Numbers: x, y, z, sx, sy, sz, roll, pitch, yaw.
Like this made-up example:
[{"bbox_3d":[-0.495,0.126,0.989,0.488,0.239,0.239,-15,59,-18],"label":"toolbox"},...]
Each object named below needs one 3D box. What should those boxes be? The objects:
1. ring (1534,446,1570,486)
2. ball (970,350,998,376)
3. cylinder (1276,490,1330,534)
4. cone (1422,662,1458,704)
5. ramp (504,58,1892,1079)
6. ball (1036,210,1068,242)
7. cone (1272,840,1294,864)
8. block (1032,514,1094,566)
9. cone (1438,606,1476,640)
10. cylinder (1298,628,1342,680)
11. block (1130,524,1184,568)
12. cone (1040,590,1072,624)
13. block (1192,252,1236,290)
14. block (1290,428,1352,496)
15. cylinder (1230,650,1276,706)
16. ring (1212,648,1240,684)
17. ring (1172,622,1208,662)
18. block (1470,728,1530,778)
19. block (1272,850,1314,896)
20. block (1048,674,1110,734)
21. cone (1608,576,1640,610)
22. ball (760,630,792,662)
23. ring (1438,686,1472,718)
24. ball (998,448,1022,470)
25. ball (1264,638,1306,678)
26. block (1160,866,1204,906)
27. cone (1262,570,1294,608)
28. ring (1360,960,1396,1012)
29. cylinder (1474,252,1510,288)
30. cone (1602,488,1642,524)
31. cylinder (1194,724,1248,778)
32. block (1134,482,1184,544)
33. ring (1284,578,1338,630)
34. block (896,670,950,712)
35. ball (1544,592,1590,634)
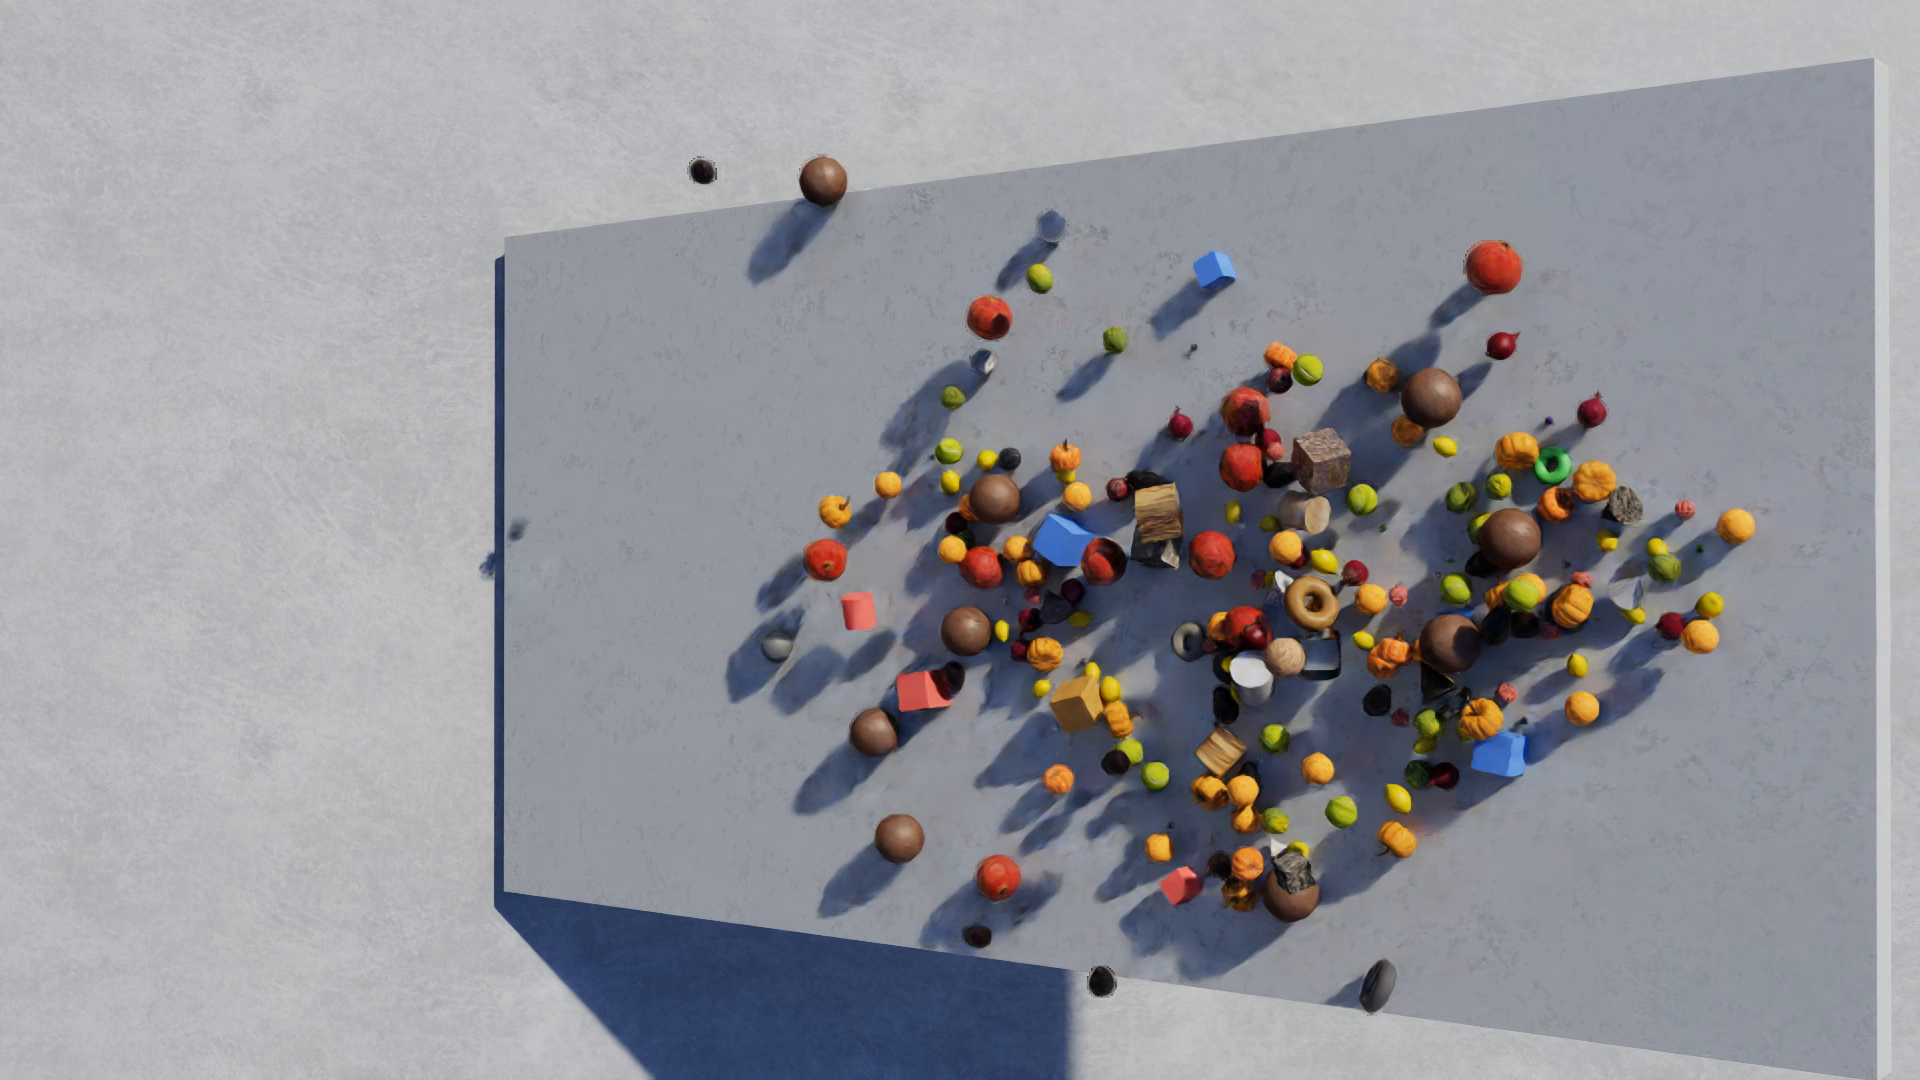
[{"bbox_3d":[1.260,-0.157,4.682,0.083,0.028,0.083,-5,82,37],"label":"ring"},{"bbox_3d":[0.060,-0.450,5.574,0.067,0.067,0.067,0,90,0],"label":"ball"},{"bbox_3d":[0.771,-0.063,4.935,0.085,0.085,0.085,-10,107,-37],"label":"cylinder"},{"bbox_3d":[1.020,0.298,4.766,0.086,0.086,0.086,-27,78,0],"label":"cone"},{"bbox_3d":[0.229,0.064,5.547,4.000,0.100,2.000,0,89,37],"label":"ramp"},{"bbox_3d":[0.229,-0.776,5.441,0.078,0.078,0.078,0,90,0],"label":"ball"},{"bbox_3d":[0.748,0.717,5.067,0.057,0.057,0.057,-2,90,11],"label":"cone"},{"bbox_3d":[0.254,0.002,5.408,0.091,0.091,0.091,39,112,31],"label":"block"},{"bbox_3d":[1.097,0.166,4.799,0.077,0.077,0.077,-39,90,2],"label":"cone"},{"bbox_3d":[0.810,0.255,4.949,0.092,0.092,0.092,-5,109,0],"label":"cylinder"},{"bbox_3d":[0.468,0.015,5.236,0.084,0.084,0.084,1,75,37],"label":"block"},{"bbox_3d":[0.228,0.150,5.461,0.083,0.083,0.083,-8,132,-9],"label":"cone"},{"bbox_3d":[0.598,-0.632,5.167,0.064,0.064,0.064,-30,72,33],"label":"block"},{"bbox_3d":[0.802,-0.175,4.890,0.094,0.094,0.094,-15,134,-16],"label":"block"},{"bbox_3d":[0.671,0.316,5.038,0.097,0.097,0.097,-5,59,9],"label":"cylinder"},{"bbox_3d":[0.632,0.294,5.157,0.087,0.029,0.087,0,91,38],"label":"ring"},{"bbox_3d":[0.545,0.243,5.223,0.093,0.031,0.093,0,90,36],"label":"ring"},{"bbox_3d":[1.159,0.455,4.718,0.084,0.084,0.084,12,97,38],"label":"block"},{"bbox_3d":[0.720,0.718,4.744,0.060,0.060,0.060,-21,113,-13],"label":"block"},{"bbox_3d":[0.290,0.399,5.351,0.092,0.092,0.092,-17,113,33],"label":"block"},{"bbox_3d":[1.387,0.094,4.535,0.072,0.072,0.072,9,52,-11],"label":"cone"},{"bbox_3d":[-0.498,0.290,5.982,0.086,0.086,0.086,0,90,0],"label":"ball"},{"bbox_3d":[1.075,0.352,4.770,0.087,0.087,0.029,-42,88,0],"label":"ring"},{"bbox_3d":[0.124,-0.204,5.528,0.060,0.060,0.060,0,90,0],"label":"ball"},{"bbox_3d":[0.688,0.250,4.665,0.088,0.088,0.088,0,90,0],"label":"ball"},{"bbox_3d":[0.526,0.820,5.213,0.062,0.062,0.062,-44,65,29],"label":"block"},{"bbox_3d":[0.723,0.131,5.044,0.088,0.088,0.088,48,121,0],"label":"cone"},{"bbox_3d":[0.923,0.986,4.860,0.042,0.126,0.126,24,90,-2],"label":"ring"},{"bbox_3d":[1.150,-0.583,4.751,0.055,0.055,0.055,-39,90,31],"label":"cylinder"},{"bbox_3d":[1.365,-0.059,4.594,0.083,0.083,0.083,7,71,-21],"label":"cone"},{"bbox_3d":[0.607,0.491,5.124,0.088,0.088,0.088,41,98,0],"label":"cylinder"},{"bbox_3d":[0.465,-0.063,5.136,0.095,0.095,0.095,-10,114,13],"label":"block"},{"bbox_3d":[0.787,0.143,4.924,0.130,0.043,0.130,7,65,-15],"label":"ring"},{"bbox_3d":[-0.094,0.388,5.669,0.094,0.094,0.094,-11,83,37],"label":"block"},{"bbox_3d":[1.277,0.155,4.628,0.090,0.090,0.090,0,90,0],"label":"ball"}]
